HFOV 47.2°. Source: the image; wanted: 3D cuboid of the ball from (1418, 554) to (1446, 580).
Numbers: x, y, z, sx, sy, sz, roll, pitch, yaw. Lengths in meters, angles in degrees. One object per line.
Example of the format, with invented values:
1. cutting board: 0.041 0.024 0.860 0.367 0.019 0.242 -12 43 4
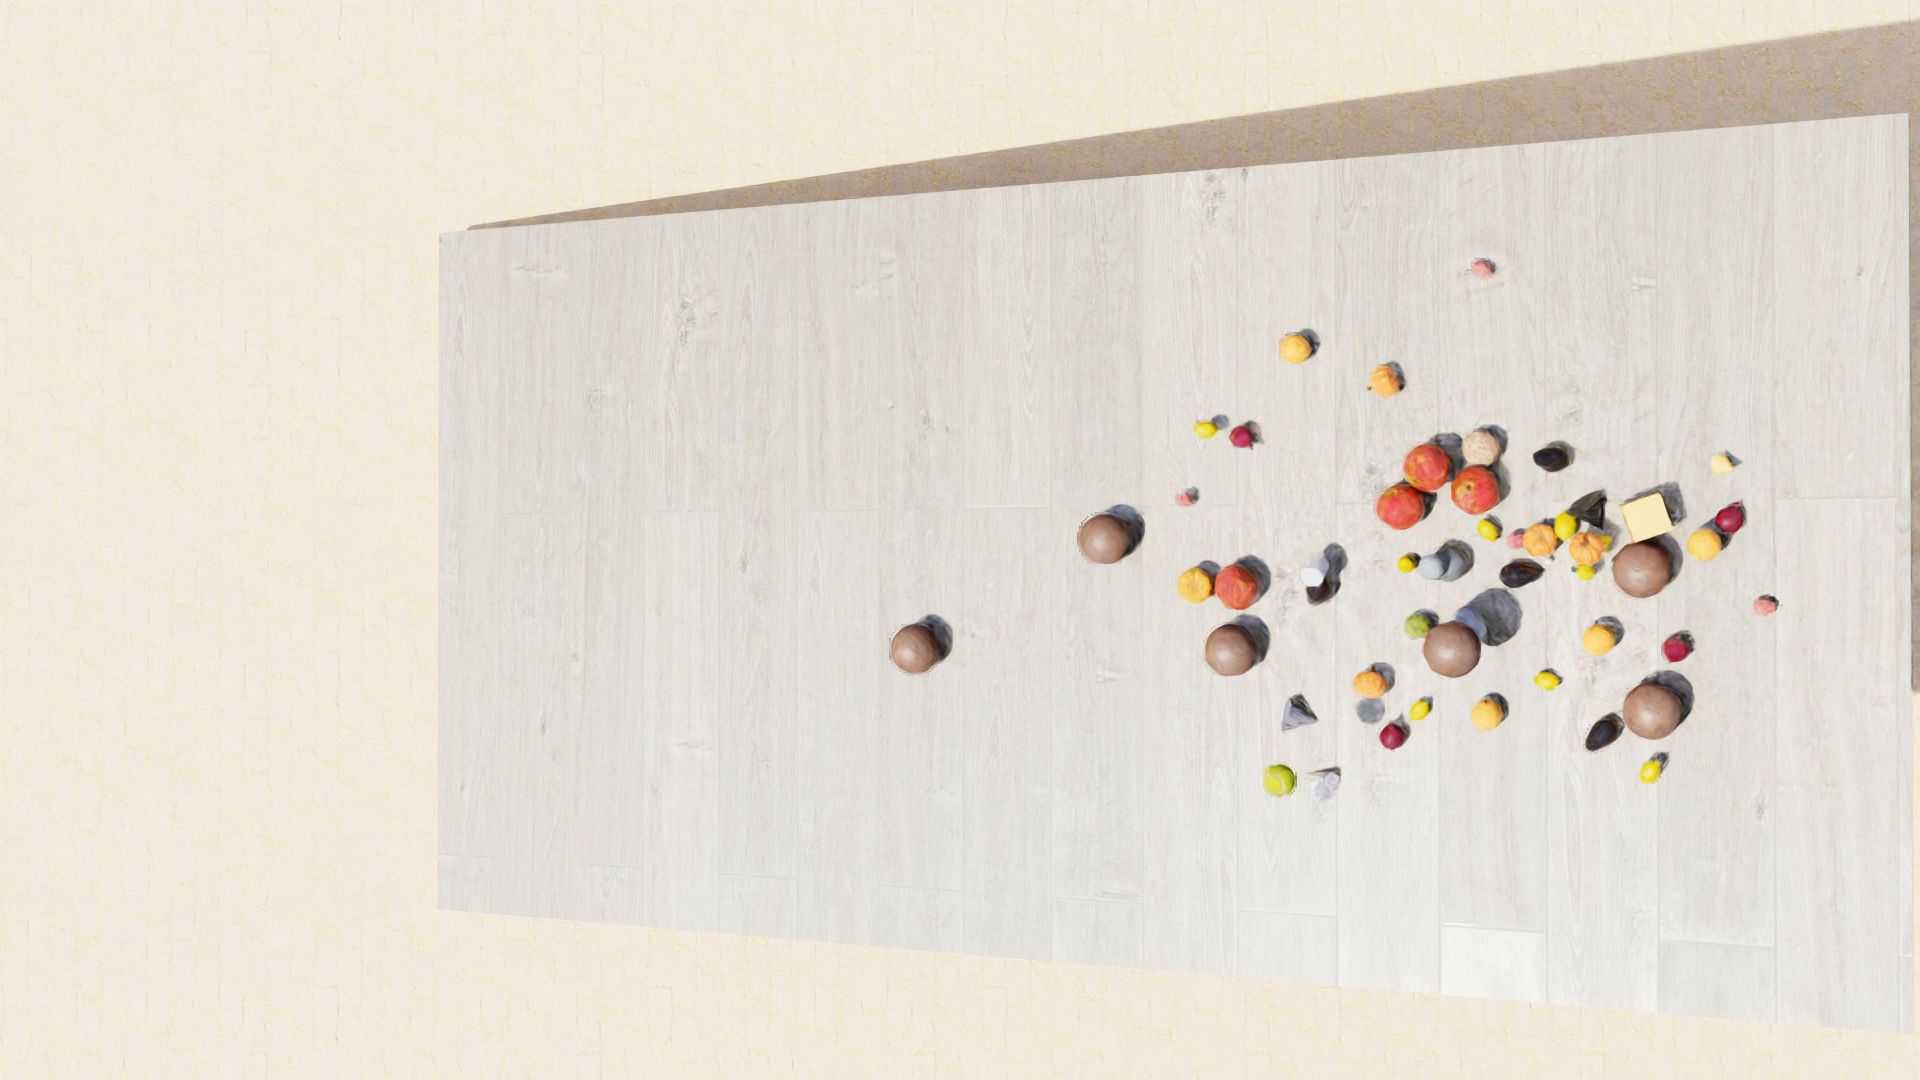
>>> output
1. ball: 1.097 0.064 5.114 0.062 0.062 0.062 0 89 0

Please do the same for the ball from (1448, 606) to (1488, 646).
1. ball: 1.187 0.201 5.141 0.090 0.090 0.090 0 89 0

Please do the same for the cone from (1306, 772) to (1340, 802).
1. cone: 0.863 0.581 5.322 0.078 0.078 0.078 -16 120 -29

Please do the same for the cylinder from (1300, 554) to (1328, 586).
1. cylinder: 0.846 0.073 5.246 0.055 0.055 0.055 14 129 18

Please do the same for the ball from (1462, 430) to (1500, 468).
1. ball: 1.216 -0.214 5.133 0.088 0.088 0.088 0 89 0

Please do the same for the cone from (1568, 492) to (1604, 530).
1. cone: 1.453 -0.053 5.044 0.081 0.081 0.081 -41 104 0

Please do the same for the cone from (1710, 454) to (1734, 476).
1. cone: 1.708 -0.162 4.896 0.050 0.050 0.050 -6 108 -19

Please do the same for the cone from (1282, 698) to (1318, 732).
1. cone: 0.832 0.433 5.338 0.083 0.083 0.083 11 89 -1

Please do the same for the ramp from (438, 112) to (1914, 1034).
1. ramp: 0.281 0.081 5.682 4.000 0.100 2.000 0 89 26

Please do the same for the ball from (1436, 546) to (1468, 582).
1. ball: 1.149 0.058 5.164 0.083 0.083 0.083 0 89 0

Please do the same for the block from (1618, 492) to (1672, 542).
1. block: 1.545 -0.051 4.953 0.087 0.087 0.087 -20 88 13
